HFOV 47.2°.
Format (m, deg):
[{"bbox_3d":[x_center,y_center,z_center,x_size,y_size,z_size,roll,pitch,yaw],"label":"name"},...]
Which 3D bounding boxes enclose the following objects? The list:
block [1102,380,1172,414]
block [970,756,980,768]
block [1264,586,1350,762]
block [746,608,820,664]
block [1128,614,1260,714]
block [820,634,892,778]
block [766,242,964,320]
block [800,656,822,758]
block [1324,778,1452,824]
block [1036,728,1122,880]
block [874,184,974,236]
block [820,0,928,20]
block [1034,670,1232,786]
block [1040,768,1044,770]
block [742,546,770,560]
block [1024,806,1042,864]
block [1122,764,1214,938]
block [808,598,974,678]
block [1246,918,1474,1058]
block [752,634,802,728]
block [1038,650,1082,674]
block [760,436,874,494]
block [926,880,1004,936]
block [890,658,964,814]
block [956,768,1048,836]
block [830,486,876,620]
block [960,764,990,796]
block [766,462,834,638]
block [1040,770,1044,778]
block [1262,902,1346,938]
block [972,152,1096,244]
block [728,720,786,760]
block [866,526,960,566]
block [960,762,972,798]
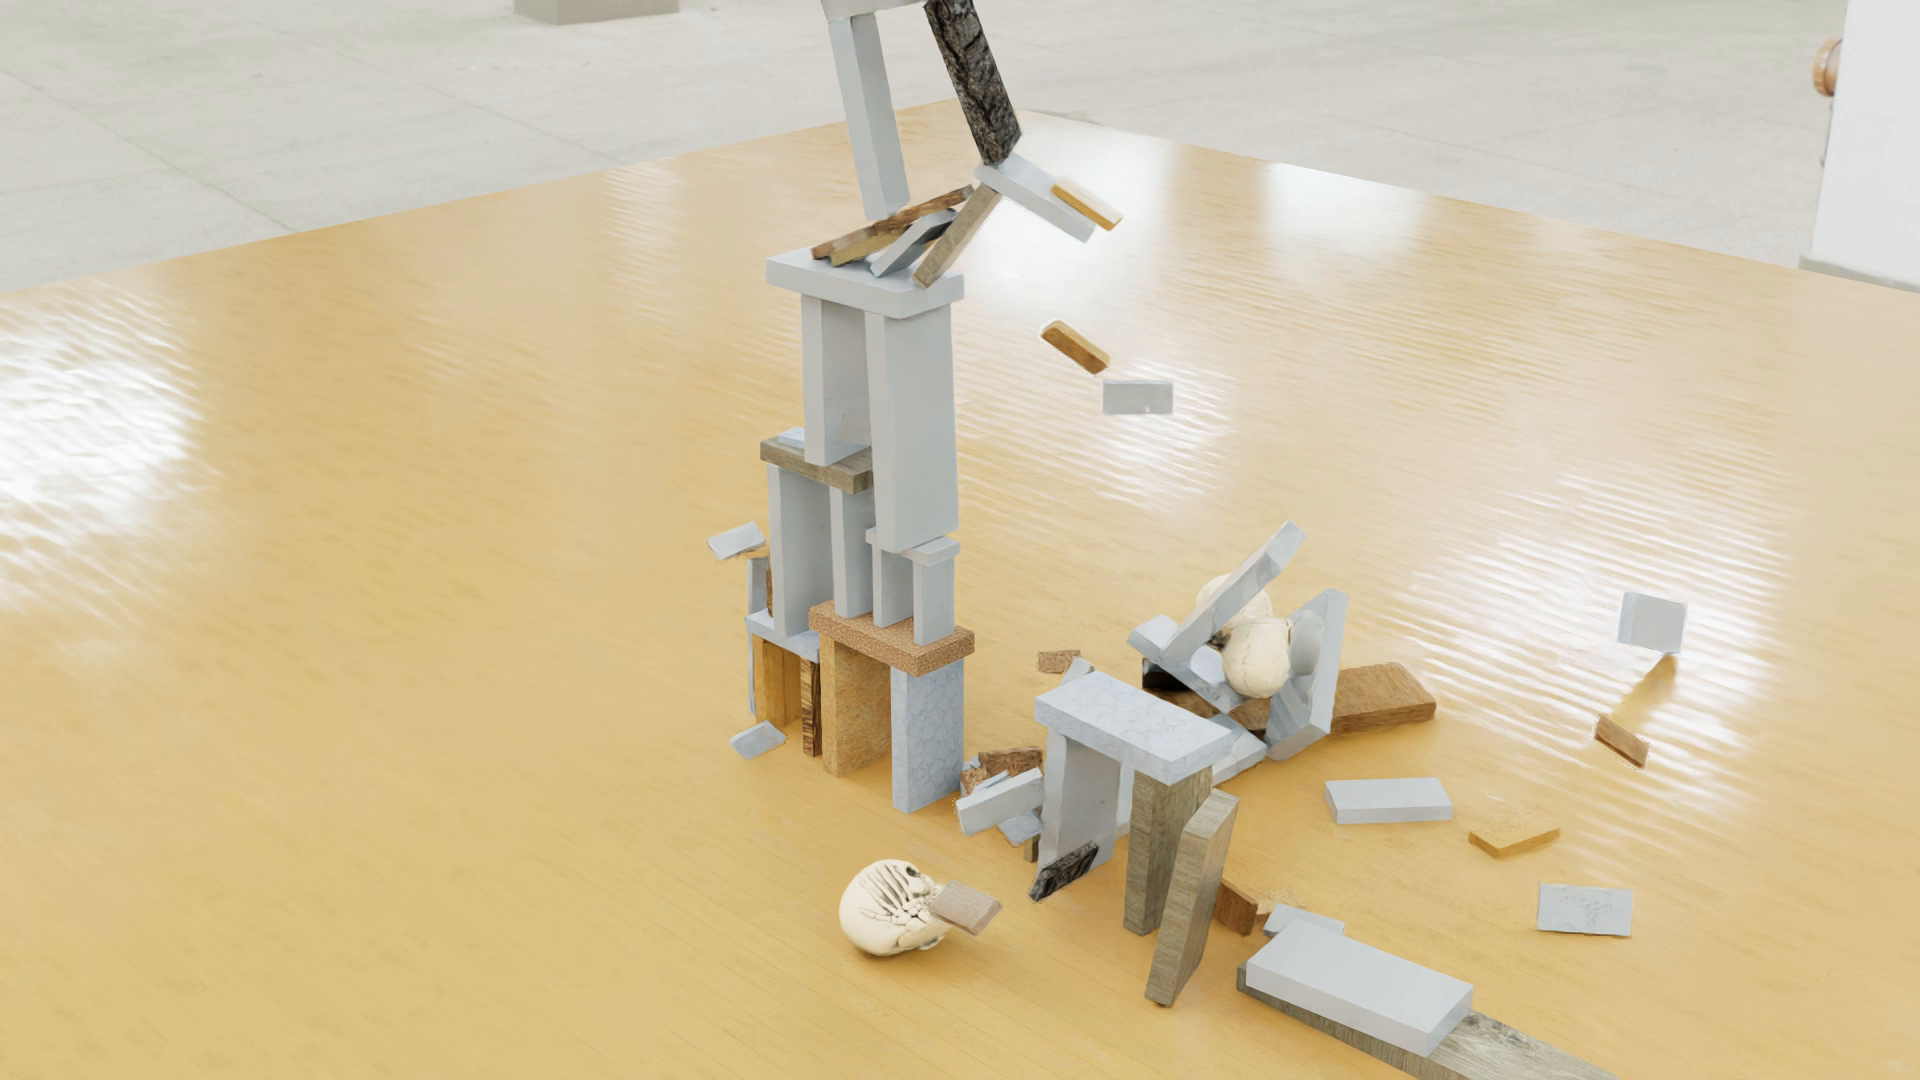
[{"bbox_3d":[0.333,-0.269,4.131,0.130,0.065,0.018,0,32,2],"label":"block"},{"bbox_3d":[0.038,0.497,4.517,0.016,0.056,0.113,-4,23,-9],"label":"block"},{"bbox_3d":[0.735,0.286,4.673,0.049,0.174,0.347,26,54,-16],"label":"block"},{"bbox_3d":[-0.338,0.195,4.673,0.230,0.033,0.115,21,31,40],"label":"block"},{"bbox_3d":[0.495,0.260,4.661,0.264,0.037,0.132,36,30,21],"label":"block"},{"bbox_3d":[-0.215,0.322,4.594,0.160,0.319,0.045,-21,31,-41],"label":"block"},{"bbox_3d":[-0.184,-0.500,4.210,0.356,0.050,0.178,19,29,38],"label":"block"},{"bbox_3d":[-0.283,0.336,4.674,0.033,0.230,0.115,21,31,40],"label":"block"},{"bbox_3d":[0.869,0.529,4.470,0.235,0.033,0.117,-2,23,-4],"label":"block"},{"bbox_3d":[0.231,0.485,4.184,0.048,0.337,0.168,25,34,38],"label":"block"},{"bbox_3d":[-0.064,-0.614,4.086,0.178,0.025,0.089,-19,9,19],"label":"block"},{"bbox_3d":[-0.086,-0.987,3.899,0.298,0.042,0.149,-1,28,36],"label":"block"},{"bbox_3d":[0.315,0.341,4.030,0.168,0.048,0.337,-20,30,-39],"label":"block"},{"bbox_3d":[0.230,0.505,4.514,0.066,0.019,0.131,-3,25,-40],"label":"block"},{"bbox_3d":[-0.410,0.023,4.699,0.054,0.015,0.108,-20,9,-42],"label":"block"},{"bbox_3d":[0.165,0.540,4.275,0.082,0.165,0.023,-19,33,-38],"label":"block"},{"bbox_3d":[0.383,0.547,4.039,0.168,0.337,0.048,-21,33,-41],"label":"block"},{"bbox_3d":[-0.140,0.183,4.453,0.160,0.045,0.320,-21,31,-41],"label":"block"},{"bbox_3d":[0.684,0.764,3.773,0.343,0.049,0.171,17,28,34],"label":"block"},{"bbox_3d":[-0.391,0.294,4.774,0.033,0.230,0.115,21,31,40],"label":"block"},{"bbox_3d":[0.215,0.262,4.722,0.093,0.046,0.013,-4,-11,-10],"label":"block"},{"bbox_3d":[-0.260,-0.164,4.448,0.279,0.040,0.139,21,30,40],"label":"block"},{"bbox_3d":[0.008,0.646,3.863,0.071,0.020,0.142,-47,29,-20],"label":"block"},{"bbox_3d":[-0.065,0.380,4.455,0.045,0.319,0.160,21,31,41],"label":"block"},{"bbox_3d":[0.076,0.481,4.030,0.165,0.082,0.023,-22,47,-10],"label":"block"},{"bbox_3d":[-0.191,0.008,4.448,0.139,0.279,0.040,-19,28,-37],"label":"block"},{"bbox_3d":[0.045,0.514,4.431,0.056,0.113,0.016,-13,-18,-28],"label":"block"},{"bbox_3d":[-0.328,0.006,4.587,0.140,0.382,0.040,-20,29,-38],"label":"block"},{"bbox_3d":[0.137,0.510,4.352,0.165,0.082,0.023,-25,8,40],"label":"block"},{"bbox_3d":[0.632,0.713,4.030,0.135,0.019,0.067,13,44,27],"label":"block"},{"bbox_3d":[0.144,-0.630,3.981,0.238,0.034,0.119,31,30,-3],"label":"block"},{"bbox_3d":[-0.426,0.421,4.620,0.116,0.058,0.016,-29,26,37],"label":"block"},{"bbox_3d":[-0.093,0.004,4.334,0.176,0.025,0.088,21,31,40],"label":"block"},{"bbox_3d":[0.012,0.505,4.498,0.016,0.056,0.113,1,23,3],"label":"block"}]
